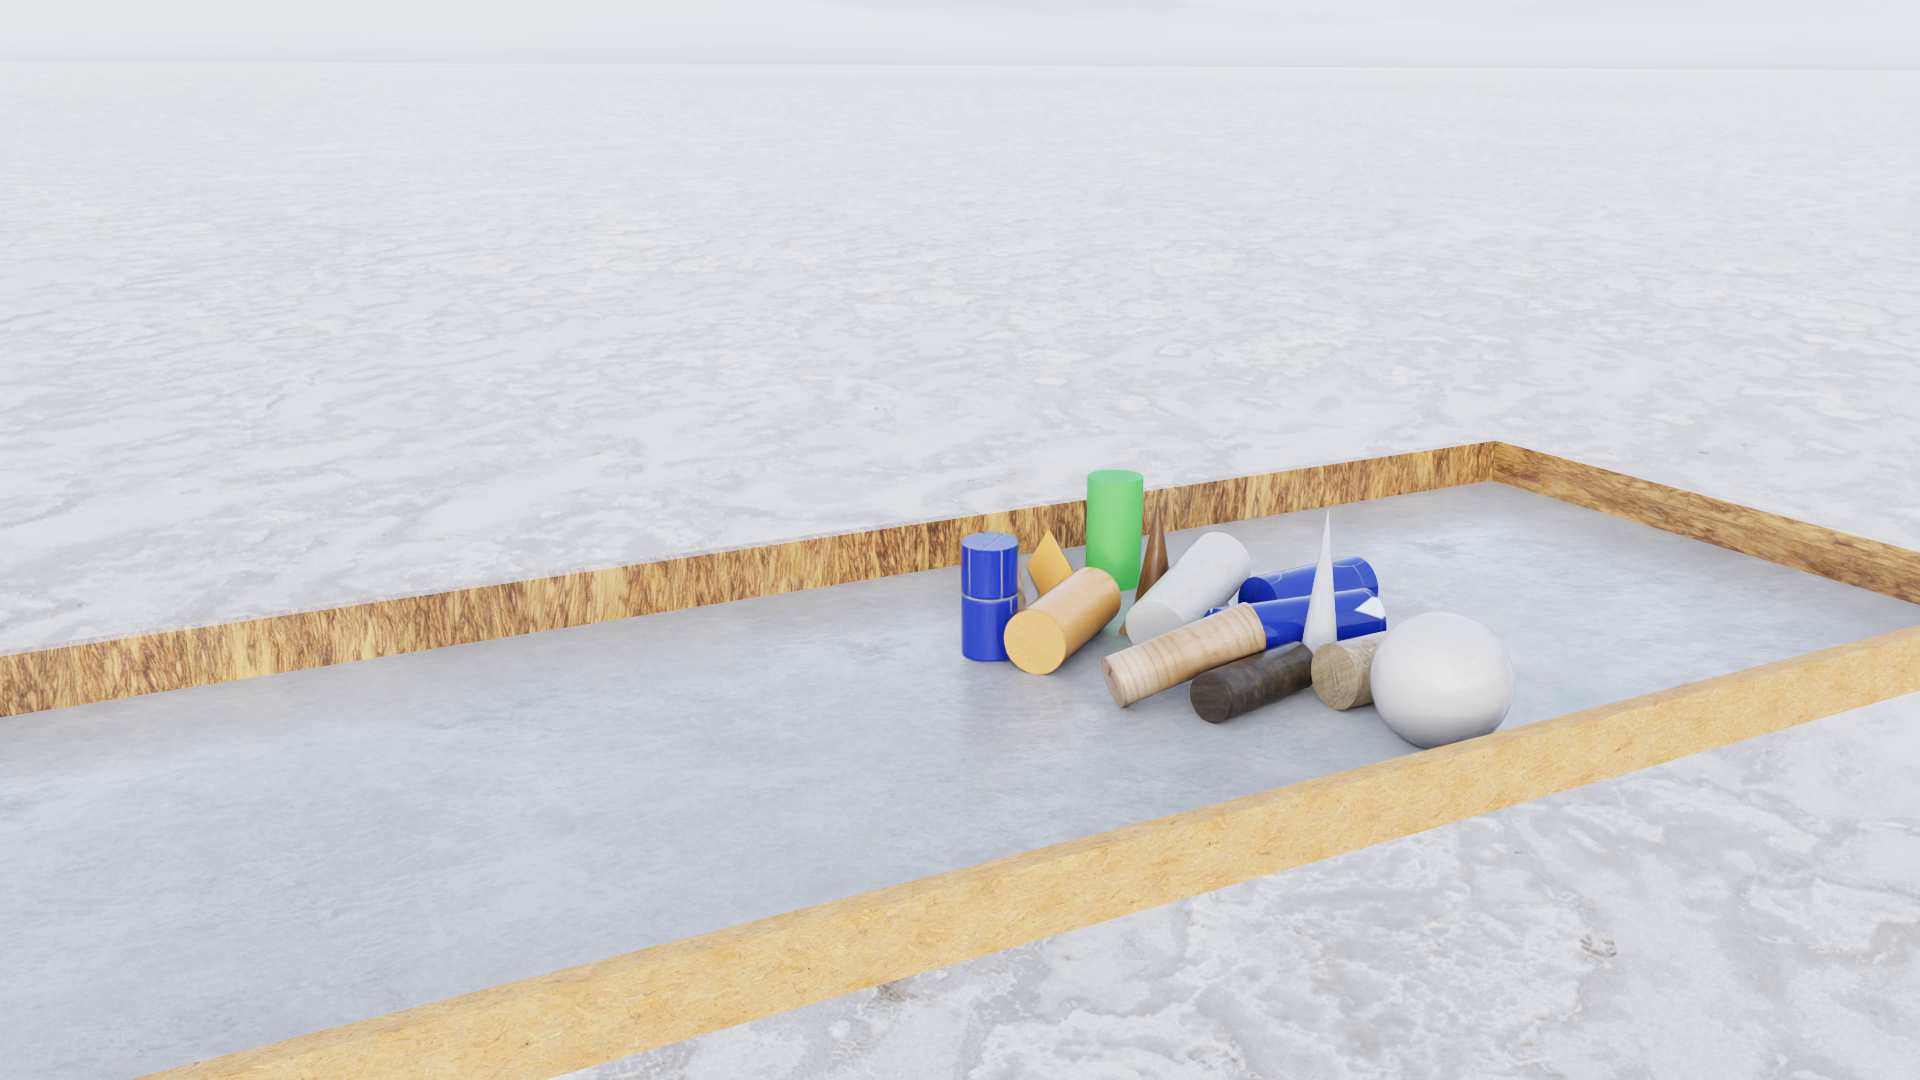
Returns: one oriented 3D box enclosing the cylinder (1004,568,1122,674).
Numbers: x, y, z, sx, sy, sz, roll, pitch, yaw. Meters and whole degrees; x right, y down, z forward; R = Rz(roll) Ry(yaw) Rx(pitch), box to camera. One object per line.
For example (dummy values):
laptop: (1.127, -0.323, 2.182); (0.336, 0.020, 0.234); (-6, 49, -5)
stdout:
cylinder: (0.275, 0.207, 4.349); (0.170, 0.170, 0.408); (8, 18, 24)

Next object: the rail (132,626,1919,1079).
rail: (-2.336, 1.006, 1.665); (12.000, 0.150, 0.050); (-9, 18, -27)

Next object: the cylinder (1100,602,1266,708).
cylinder: (0.542, 0.277, 4.004); (0.382, 0.128, 0.128); (-21, 21, -10)

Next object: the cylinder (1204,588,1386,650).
cylinder: (0.860, 0.235, 4.251); (0.448, 0.172, 0.172); (-6, 18, -21)

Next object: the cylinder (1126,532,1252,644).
cylinder: (0.614, 0.146, 4.400); (0.177, 0.177, 0.415); (10, 31, 31)

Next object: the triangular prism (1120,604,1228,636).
triangular prism: (0.599, 0.183, 4.550); (0.350, 0.097, 0.112); (-15, 22, -41)

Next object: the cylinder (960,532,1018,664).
cylinder: (0.077, 0.150, 4.286); (0.148, 0.309, 0.148); (0, 19, 0)

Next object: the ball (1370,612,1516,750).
ball: (1.087, 0.318, 3.720); (0.313, 0.313, 0.313); (0, 16, 0)

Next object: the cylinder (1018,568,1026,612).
cylinder: (0.105, 0.117, 4.708); (0.140, 0.140, 0.430); (0, 16, -2)

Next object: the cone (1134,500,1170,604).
cone: (0.551, 0.038, 4.627); (0.122, 0.338, 0.122); (0, 16, 0)

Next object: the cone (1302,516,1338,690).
cone: (0.897, 0.139, 4.077); (0.113, 0.453, 0.113); (0, 16, 0)

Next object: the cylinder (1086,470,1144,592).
cylinder: (0.455, -0.029, 4.873); (0.164, 0.328, 0.164); (0, 16, 0)

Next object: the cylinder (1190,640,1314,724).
cylinder: (0.711, 0.341, 3.980); (0.333, 0.122, 0.122); (-14, 21, -40)

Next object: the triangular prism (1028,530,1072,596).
triangular prism: (0.291, 0.079, 4.873); (0.132, 0.114, 0.386); (-2, 16, -5)

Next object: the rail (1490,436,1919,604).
rail: (2.466, -0.048, 5.253); (0.050, 0.150, 2.100); (-9, 18, -27)

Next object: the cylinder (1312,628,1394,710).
cylinder: (1.064, 0.301, 4.042); (0.388, 0.163, 0.163); (-9, 19, -28)

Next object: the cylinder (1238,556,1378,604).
cylinder: (0.958, 0.154, 4.534); (0.365, 0.168, 0.168); (-10, 19, -31)

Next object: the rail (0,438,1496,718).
rail: (-3.305, 0.497, 3.399); (12.000, 0.150, 0.050); (-9, 18, -27)
